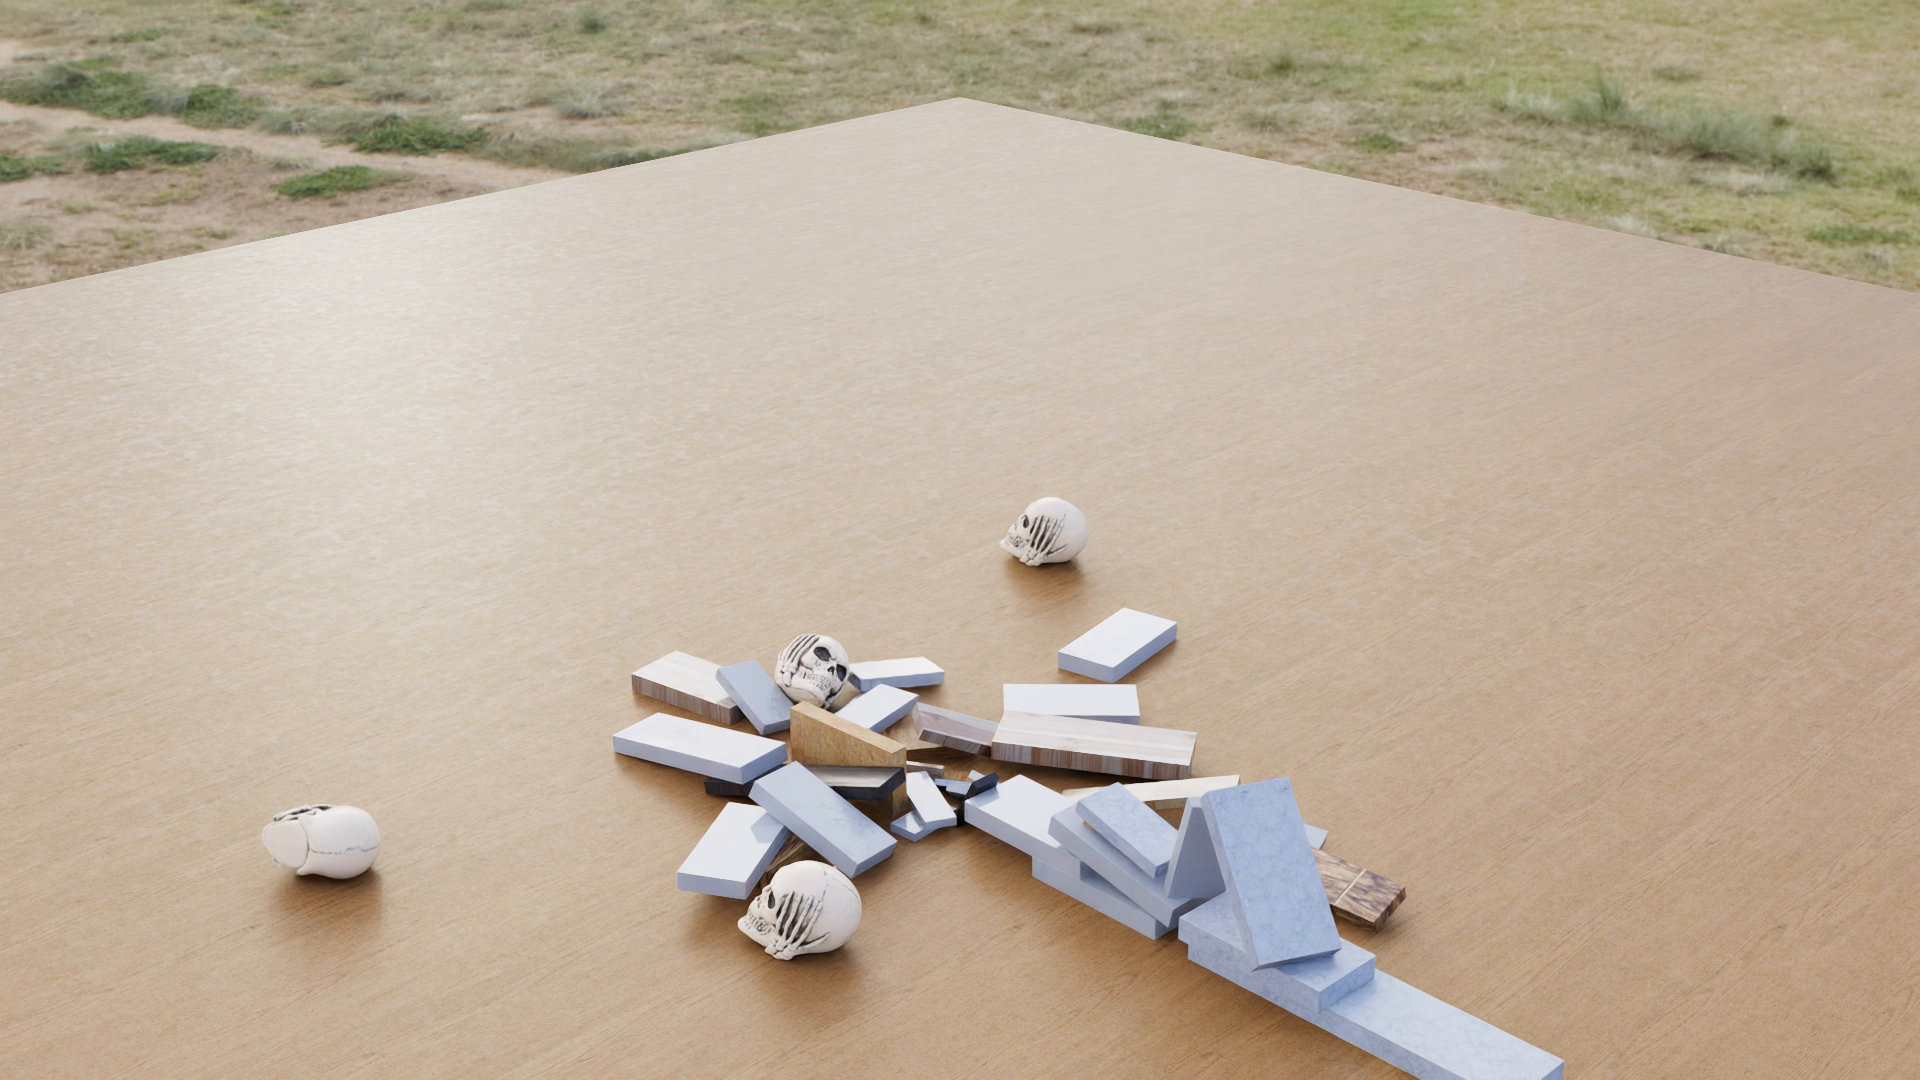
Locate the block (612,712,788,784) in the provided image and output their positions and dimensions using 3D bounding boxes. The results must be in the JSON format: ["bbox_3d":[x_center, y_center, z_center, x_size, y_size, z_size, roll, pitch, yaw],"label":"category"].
[{"bbox_3d":[-0.548,0.435,4.615,0.387,0.038,0.135,8,23,39],"label":"block"}]

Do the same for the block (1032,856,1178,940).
[{"bbox_3d":[0.303,0.649,4.174,0.155,0.044,0.310,-21,31,-40],"label":"block"}]

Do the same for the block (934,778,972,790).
[{"bbox_3d":[-0.003,0.507,4.514,0.092,0.013,0.046,5,-19,12],"label":"block"}]

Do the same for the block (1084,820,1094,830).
[{"bbox_3d":[0.317,0.542,4.136,0.152,0.022,0.076,25,35,21],"label":"block"}]

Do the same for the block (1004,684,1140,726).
[{"bbox_3d":[0.243,0.369,4.837,0.293,0.042,0.147,0,23,1],"label":"block"}]

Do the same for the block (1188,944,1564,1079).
[{"bbox_3d":[0.704,0.807,3.800,0.158,0.045,0.670,-21,31,-40],"label":"block"}]

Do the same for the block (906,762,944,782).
[{"bbox_3d":[-0.079,0.486,4.557,0.092,0.046,0.013,6,24,14],"label":"block"}]

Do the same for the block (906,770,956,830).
[{"bbox_3d":[-0.069,0.526,4.451,0.065,0.018,0.199,-8,24,-17],"label":"block"}]

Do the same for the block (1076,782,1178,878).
[{"bbox_3d":[0.327,0.539,4.095,0.107,0.030,0.213,-18,42,-38],"label":"block"}]

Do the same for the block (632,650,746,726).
[{"bbox_3d":[-0.578,0.330,4.931,0.293,0.042,0.147,16,28,33],"label":"block"}]

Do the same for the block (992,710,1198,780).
[{"bbox_3d":[0.282,0.431,4.611,0.412,0.042,0.147,6,24,11],"label":"block"}]

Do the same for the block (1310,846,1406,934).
[{"bbox_3d":[0.718,0.656,4.136,0.213,0.030,0.107,20,48,39],"label":"block"}]

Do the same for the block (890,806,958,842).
[{"bbox_3d":[-0.072,0.562,4.413,0.065,0.018,0.130,18,29,36],"label":"block"}]

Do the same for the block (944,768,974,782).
[{"bbox_3d":[-0.007,0.496,4.574,0.092,0.013,0.046,6,24,14],"label":"block"}]

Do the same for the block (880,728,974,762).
[{"bbox_3d":[-0.074,0.434,4.703,0.195,0.028,0.098,-4,23,-10],"label":"block"}]

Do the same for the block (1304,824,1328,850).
[{"bbox_3d":[0.593,0.574,4.321,0.237,0.029,0.103,17,32,18],"label":"block"}]

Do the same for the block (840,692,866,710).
[{"bbox_3d":[-0.209,0.388,4.808,0.103,0.029,0.207,12,26,25],"label":"block"}]

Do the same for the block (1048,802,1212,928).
[{"bbox_3d":[0.331,0.591,4.124,0.155,0.044,0.310,-21,44,-40],"label":"block"}]

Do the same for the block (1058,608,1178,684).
[{"bbox_3d":[0.370,0.244,5.132,0.147,0.042,0.293,15,27,32],"label":"block"}]

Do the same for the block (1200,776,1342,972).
[{"bbox_3d":[0.542,0.582,3.845,0.158,0.045,0.316,-8,67,-17],"label":"block"}]

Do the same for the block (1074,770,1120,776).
[{"bbox_3d":[0.342,0.461,4.639,0.195,0.028,0.098,4,23,8],"label":"block"}]

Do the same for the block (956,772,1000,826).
[{"bbox_3d":[0.032,0.518,4.388,0.062,0.124,0.018,-20,57,-39],"label":"block"}]

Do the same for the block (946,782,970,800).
[{"bbox_3d":[0.039,0.521,4.463,0.124,0.018,0.062,10,-19,22],"label":"block"}]

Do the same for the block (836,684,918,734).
[{"bbox_3d":[-0.188,0.374,4.767,0.100,0.028,0.201,14,27,30],"label":"block"}]

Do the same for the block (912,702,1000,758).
[{"bbox_3d":[-0.001,0.405,4.660,0.195,0.028,0.098,16,28,-20],"label":"block"}]

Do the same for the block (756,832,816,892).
[{"bbox_3d":[-0.354,0.585,4.328,0.147,0.042,0.293,13,26,27],"label":"block"}]

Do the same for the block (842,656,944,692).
[{"bbox_3d":[-0.151,0.303,4.966,0.207,0.029,0.104,-4,18,-28],"label":"block"}]

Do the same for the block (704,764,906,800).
[{"bbox_3d":[-0.317,0.488,4.450,0.424,0.028,0.100,-2,17,30],"label":"block"}]

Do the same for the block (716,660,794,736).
[{"bbox_3d":[-0.442,0.344,4.825,0.100,0.028,0.201,-11,43,-37],"label":"block"}]

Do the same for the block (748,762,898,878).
[{"bbox_3d":[-0.267,0.543,4.289,0.270,0.038,0.135,36,29,21],"label":"block"}]

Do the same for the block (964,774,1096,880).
[{"bbox_3d":[0.173,0.556,4.280,0.155,0.044,0.311,-21,31,-40],"label":"block"}]

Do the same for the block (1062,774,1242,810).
[{"bbox_3d":[0.379,0.515,4.419,0.365,0.022,0.076,-7,21,16],"label":"block"}]

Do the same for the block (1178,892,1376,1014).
[{"bbox_3d":[0.558,0.720,3.892,0.158,0.045,0.316,-20,30,-39],"label":"block"}]

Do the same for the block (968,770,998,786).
[{"bbox_3d":[0.080,0.509,4.492,0.124,0.018,0.062,22,-10,42],"label":"block"}]

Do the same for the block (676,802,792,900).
[{"bbox_3d":[-0.427,0.592,4.209,0.135,0.038,0.270,6,24,14],"label":"block"}]

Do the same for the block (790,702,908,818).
[{"bbox_3d":[-0.231,0.448,4.517,0.293,0.147,0.042,19,30,38],"label":"block"}]

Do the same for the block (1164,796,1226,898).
[{"bbox_3d":[0.444,0.556,3.971,0.107,0.213,0.030,2,32,-13],"label":"block"}]
